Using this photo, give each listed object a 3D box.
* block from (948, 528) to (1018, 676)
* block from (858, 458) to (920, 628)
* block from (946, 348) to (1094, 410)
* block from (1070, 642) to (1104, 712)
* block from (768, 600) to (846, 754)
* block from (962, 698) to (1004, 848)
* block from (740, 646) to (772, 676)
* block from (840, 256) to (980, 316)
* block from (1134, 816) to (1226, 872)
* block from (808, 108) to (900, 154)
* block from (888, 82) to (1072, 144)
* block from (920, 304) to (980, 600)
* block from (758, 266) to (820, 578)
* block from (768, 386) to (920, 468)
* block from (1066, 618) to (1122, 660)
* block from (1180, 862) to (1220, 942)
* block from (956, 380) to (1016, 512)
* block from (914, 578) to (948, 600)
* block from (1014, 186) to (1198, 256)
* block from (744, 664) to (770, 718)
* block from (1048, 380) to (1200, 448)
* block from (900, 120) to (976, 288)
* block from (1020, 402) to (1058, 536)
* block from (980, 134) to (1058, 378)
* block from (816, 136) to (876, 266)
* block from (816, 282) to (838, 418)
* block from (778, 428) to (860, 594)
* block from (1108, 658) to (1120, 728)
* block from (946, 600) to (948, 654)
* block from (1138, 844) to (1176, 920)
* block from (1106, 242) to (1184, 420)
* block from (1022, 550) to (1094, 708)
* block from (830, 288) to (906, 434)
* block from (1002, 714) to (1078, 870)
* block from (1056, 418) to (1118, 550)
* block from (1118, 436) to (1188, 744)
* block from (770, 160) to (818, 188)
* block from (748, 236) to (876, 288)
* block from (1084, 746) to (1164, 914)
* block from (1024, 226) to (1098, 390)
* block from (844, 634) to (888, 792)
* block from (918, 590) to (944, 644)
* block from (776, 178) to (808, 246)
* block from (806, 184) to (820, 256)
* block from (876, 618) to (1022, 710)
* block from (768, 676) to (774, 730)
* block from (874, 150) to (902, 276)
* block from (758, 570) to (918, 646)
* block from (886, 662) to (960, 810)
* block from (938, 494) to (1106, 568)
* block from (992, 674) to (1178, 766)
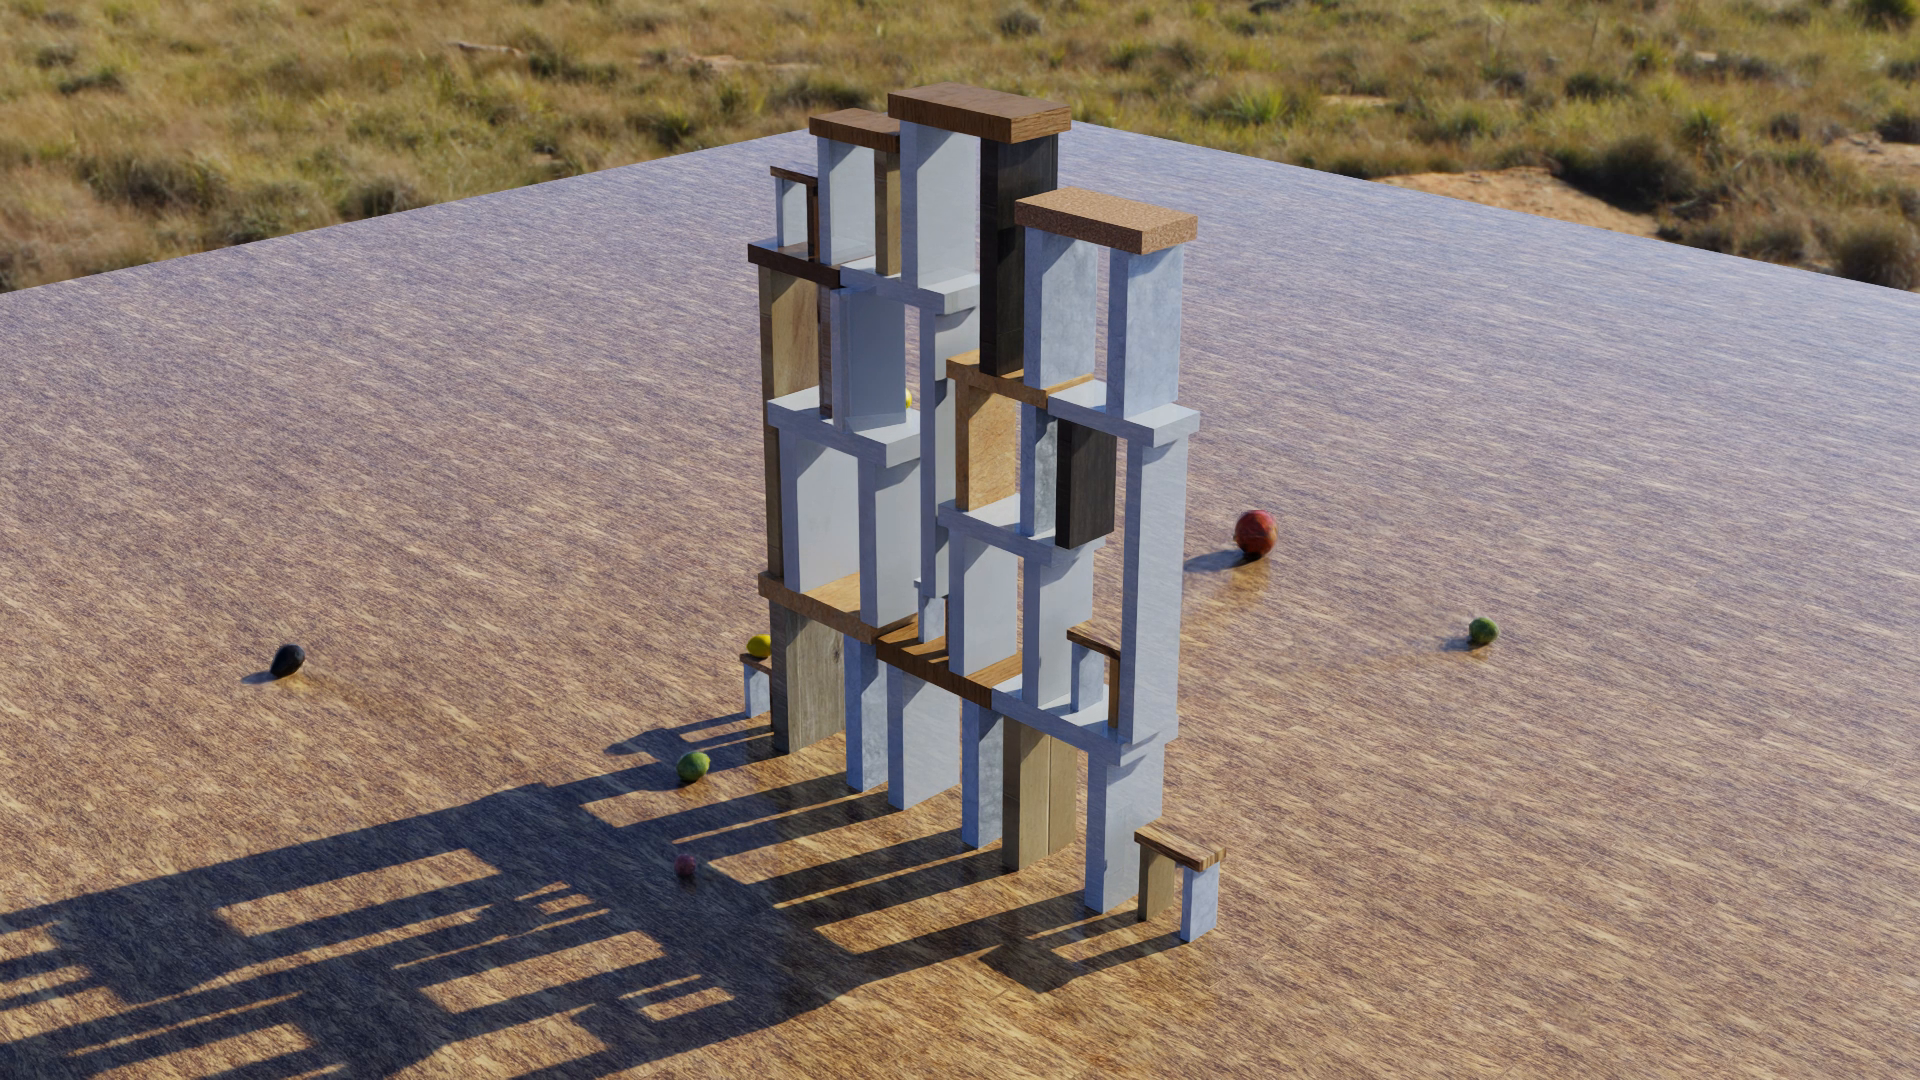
[{"bbox_3d":[0.044,0.101,4.212,0.041,0.297,0.145,21,31,41],"label":"block"},{"bbox_3d":[-0.119,-0.016,4.340,0.174,0.347,0.049,-21,31,-41],"label":"block"},{"bbox_3d":[0.107,-0.297,3.981,0.125,0.035,0.249,-21,31,-41],"label":"block"},{"bbox_3d":[0.236,0.242,4.065,0.020,0.139,0.069,21,31,41],"label":"block"},{"bbox_3d":[-0.320,0.266,4.689,0.049,0.346,0.173,21,31,41],"label":"block"},{"bbox_3d":[0.076,0.434,4.331,0.045,0.319,0.159,21,31,41],"label":"block"},{"bbox_3d":[-0.413,0.265,4.782,0.129,0.018,0.064,21,31,41],"label":"block"},{"bbox_3d":[-0.079,-0.482,4.112,0.276,0.039,0.138,21,31,40],"label":"block"},{"bbox_3d":[0.403,0.556,4.025,0.077,0.022,0.155,-21,31,-41],"label":"block"},{"bbox_3d":[-0.159,-0.760,4.080,0.232,0.033,0.116,21,31,40],"label":"block"},{"bbox_3d":[0.032,-0.755,3.872,0.303,0.043,0.152,21,31,40],"label":"block"},{"bbox_3d":[-0.013,-0.175,4.172,0.039,0.574,0.138,20,30,39],"label":"block"},{"bbox_3d":[-0.338,-0.249,4.487,0.133,0.663,0.038,-21,31,-40],"label":"block"},{"bbox_3d":[-0.201,-0.230,4.338,0.174,0.049,0.347,-21,31,-41],"label":"block"},{"bbox_3d":[0.269,0.182,4.004,0.139,0.020,0.069,21,31,41],"label":"block"},{"bbox_3d":[0.440,0.652,4.026,0.077,0.155,0.022,-21,31,-41],"label":"block"},{"bbox_3d":[0.048,-0.189,4.091,0.035,0.249,0.125,21,31,41],"label":"block"},{"bbox_3d":[-0.030,0.092,4.298,0.114,0.016,0.057,20,30,39],"label":"block"},{"bbox_3d":[0.246,-0.544,3.733,0.286,0.041,0.143,21,31,40],"label":"block"},{"bbox_3d":[-0.444,0.321,4.839,0.018,0.129,0.064,21,31,41],"label":"block"},{"bbox_3d":[0.283,-0.221,3.818,0.243,0.034,0.121,21,31,41],"label":"block"},{"bbox_3d":[-0.039,-0.623,4.005,0.043,0.303,0.152,21,31,40],"label":"block"},{"bbox_3d":[0.165,-0.143,3.983,0.035,0.249,0.125,21,31,40],"label":"block"},{"bbox_3d":[0.104,-0.512,3.898,0.152,0.425,0.043,-21,31,-41],"label":"block"},{"bbox_3d":[-0.215,-0.655,4.185,0.116,0.244,0.033,-21,31,-40],"label":"block"},{"bbox_3d":[-0.215,-0.383,4.295,0.133,0.266,0.038,-21,31,-41],"label":"block"},{"bbox_3d":[-0.282,-0.080,4.492,0.174,0.347,0.049,-21,31,-41],"label":"block"},{"bbox_3d":[0.301,0.268,4.005,0.020,0.139,0.069,21,31,41],"label":"block"},{"bbox_3d":[-0.003,0.163,4.299,0.016,0.114,0.057,21,31,41],"label":"block"},{"bbox_3d":[0.367,0.624,4.093,0.077,0.155,0.022,-21,31,-41],"label":"block"},{"bbox_3d":[0.314,-0.364,3.736,0.041,0.293,0.143,21,31,41],"label":"block"},{"bbox_3d":[0.181,0.151,4.085,0.041,0.291,0.145,21,31,41],"label":"block"},{"bbox_3d":[-0.174,-0.348,4.200,0.138,0.276,0.039,-12,26,-27],"label":"block"},{"bbox_3d":[0.155,0.462,4.257,0.046,0.324,0.162,21,31,41],"label":"block"},{"bbox_3d":[0.226,-0.115,3.925,0.034,0.243,0.121,21,31,40],"label":"block"},{"bbox_3d":[0.340,0.082,3.885,0.034,0.575,0.121,21,31,41],"label":"block"},{"bbox_3d":[-0.296,-0.708,4.247,0.068,0.019,0.137,-21,31,-41],"label":"block"},{"bbox_3d":[-0.278,-0.548,4.294,0.133,0.038,0.266,-21,31,-40],"label":"block"},{"bbox_3d":[0.308,0.522,4.116,0.046,0.324,0.162,21,31,41],"label":"block"},{"bbox_3d":[0.177,-0.420,3.859,0.041,0.286,0.143,21,31,41],"label":"block"},{"bbox_3d":[-0.156,0.330,4.539,0.049,0.346,0.173,21,31,41],"label":"block"},{"bbox_3d":[-0.057,0.142,4.349,0.057,0.114,0.016,-21,31,-41],"label":"block"},{"bbox_3d":[-0.328,-0.649,4.307,0.019,0.137,0.068,21,31,40],"label":"block"},{"bbox_3d":[-0.263,-0.623,4.248,0.068,0.137,0.019,-21,31,-40],"label":"block"},{"bbox_3d":[0.001,0.237,4.329,0.159,0.045,0.319,-21,31,-41],"label":"block"},{"bbox_3d":[-0.383,0.345,4.783,0.018,0.129,0.064,21,31,41],"label":"block"},{"bbox_3d":[-0.105,-0.617,4.081,0.033,0.232,0.116,21,30,40],"label":"block"},{"bbox_3d":[-0.238,0.116,4.537,0.173,0.049,0.346,-21,31,-41],"label":"block"},{"bbox_3d":[-0.074,0.375,4.469,0.045,0.319,0.159,21,31,41],"label":"block"},{"bbox_3d":[0.113,-0.028,4.083,0.291,0.041,0.145,21,31,41],"label":"block"},{"bbox_3d":[0.232,0.322,4.114,0.324,0.046,0.162,21,31,41],"label":"block"}]
